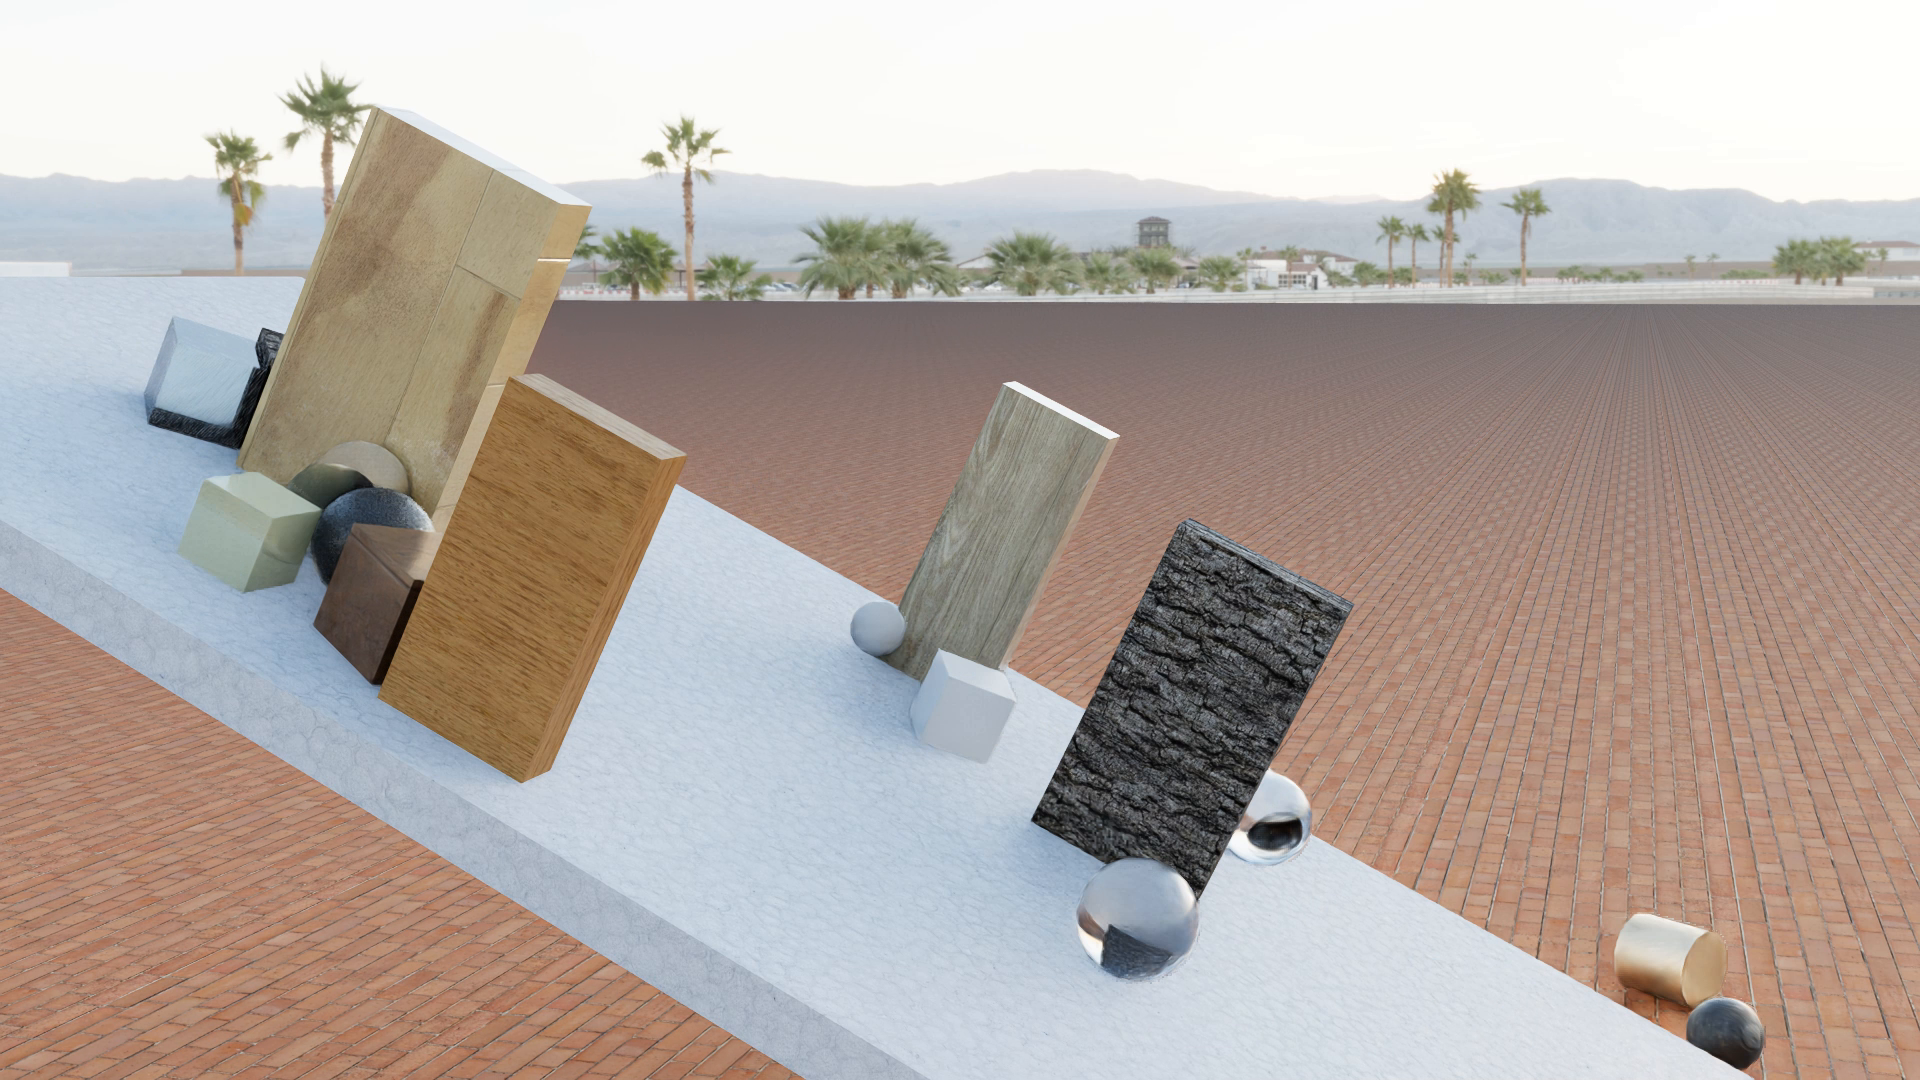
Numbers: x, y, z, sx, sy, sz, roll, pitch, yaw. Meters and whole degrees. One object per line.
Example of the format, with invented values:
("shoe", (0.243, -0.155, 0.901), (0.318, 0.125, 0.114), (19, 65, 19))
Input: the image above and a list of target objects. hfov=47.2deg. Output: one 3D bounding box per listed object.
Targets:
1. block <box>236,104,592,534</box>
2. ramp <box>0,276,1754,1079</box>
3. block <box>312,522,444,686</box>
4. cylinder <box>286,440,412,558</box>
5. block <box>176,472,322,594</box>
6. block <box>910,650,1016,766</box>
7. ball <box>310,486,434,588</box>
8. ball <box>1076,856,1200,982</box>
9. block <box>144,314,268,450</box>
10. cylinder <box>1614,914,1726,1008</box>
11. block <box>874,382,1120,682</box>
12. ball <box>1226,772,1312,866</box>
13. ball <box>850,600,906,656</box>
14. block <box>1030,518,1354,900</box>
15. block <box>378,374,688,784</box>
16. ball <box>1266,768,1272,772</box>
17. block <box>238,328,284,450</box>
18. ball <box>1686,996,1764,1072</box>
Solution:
("block", (-1.009, -0.372, 4.041), (0.410, 0.727, 0.124), (28, 14, 12))
("ramp", (-0.252, 0.426, 4.164), (4.000, 0.100, 2.000), (28, 14, 12))
("block", (-0.895, 0.109, 3.586), (0.191, 0.191, 0.191), (36, 17, 36))
("cylinder", (-1.091, -0.068, 3.915), (0.183, 0.183, 0.183), (0, 15, 0))
("block", (-1.178, -0.014, 3.650), (0.140, 0.140, 0.140), (29, 14, 13))
("block", (0.004, 0.336, 4.427), (0.148, 0.148, 0.148), (22, 14, -15))
("ball", (-0.994, 0.013, 3.735), (0.207, 0.207, 0.207), (0, 7, 0))
("ball", (0.299, 0.637, 3.694), (0.208, 0.208, 0.208), (0, 7, 0))
("block", (-1.441, -0.301, 4.197), (0.168, 0.168, 0.168), (18, 15, -29))
("cylinder", (1.814, 1.074, 5.619), (0.198, 0.198, 0.198), (-5, 10, -38))
("block", (0.076, 0.016, 4.668), (0.254, 0.656, 0.096), (28, 14, 12))
("ball", (0.629, 0.576, 4.542), (0.194, 0.194, 0.194), (0, 7, 0))
("ball", (-0.173, 0.187, 4.638), (0.117, 0.117, 0.117), (0, 7, 0))
("block", (0.434, 0.329, 4.152), (0.347, 0.648, 0.103), (28, 14, 12))
("block", (-0.663, 0.059, 3.395), (0.276, 0.562, 0.096), (28, 14, 12))
("ball", (0.625, 0.546, 4.764), (0.138, 0.138, 0.138), (0, 7, 0))
("block", (-1.294, -0.270, 4.297), (0.190, 0.190, 0.190), (18, 15, -29))
("ball", (1.777, 1.150, 5.109), (0.173, 0.173, 0.173), (0, 7, 0))
